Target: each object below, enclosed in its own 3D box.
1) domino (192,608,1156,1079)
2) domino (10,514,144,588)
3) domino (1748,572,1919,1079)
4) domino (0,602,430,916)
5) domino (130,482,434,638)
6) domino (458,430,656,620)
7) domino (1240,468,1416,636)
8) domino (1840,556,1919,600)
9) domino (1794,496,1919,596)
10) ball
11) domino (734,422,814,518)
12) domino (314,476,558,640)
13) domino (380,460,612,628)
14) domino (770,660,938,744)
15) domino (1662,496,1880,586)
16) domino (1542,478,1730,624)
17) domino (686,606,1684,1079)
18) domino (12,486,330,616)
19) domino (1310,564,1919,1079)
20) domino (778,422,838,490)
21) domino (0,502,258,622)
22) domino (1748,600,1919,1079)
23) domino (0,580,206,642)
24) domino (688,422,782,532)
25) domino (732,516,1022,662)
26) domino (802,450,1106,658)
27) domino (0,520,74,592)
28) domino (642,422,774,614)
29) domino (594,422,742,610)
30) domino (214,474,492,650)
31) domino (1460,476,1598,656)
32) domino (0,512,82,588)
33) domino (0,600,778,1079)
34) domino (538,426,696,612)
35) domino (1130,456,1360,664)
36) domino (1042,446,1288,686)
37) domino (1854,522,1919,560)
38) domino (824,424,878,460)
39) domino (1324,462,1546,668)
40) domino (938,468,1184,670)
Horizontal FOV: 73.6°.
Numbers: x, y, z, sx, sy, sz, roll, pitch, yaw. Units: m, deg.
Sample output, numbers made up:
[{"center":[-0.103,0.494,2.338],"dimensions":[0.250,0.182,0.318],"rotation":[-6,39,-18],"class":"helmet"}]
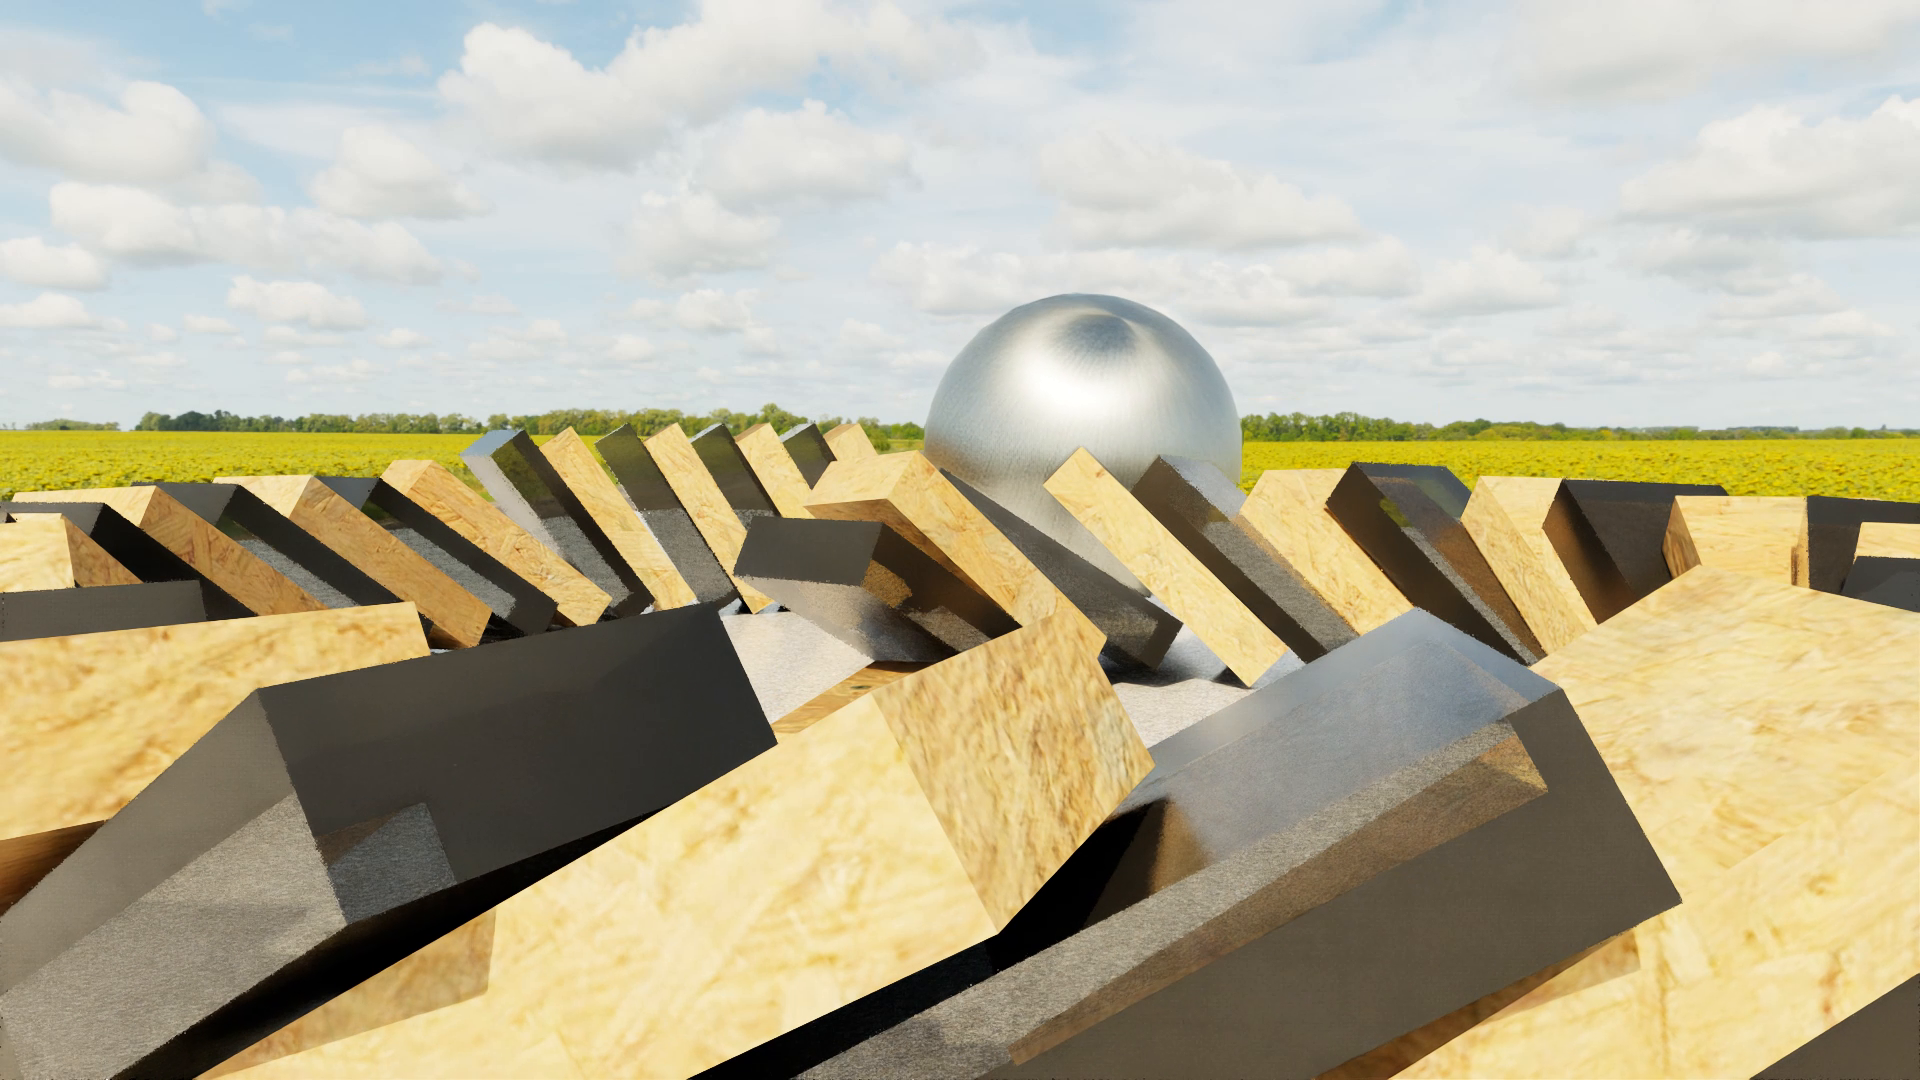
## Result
[{"center":[-0.016,0.021,0.065],"dimensions":[0.050,0.010,0.025],"rotation":[-31,-7,20],"class":"domino"},{"center":[-0.122,0.012,0.174],"dimensions":[0.025,0.010,0.050],"rotation":[0,-27,-4],"class":"domino"},{"center":[0.047,0.020,0.073],"dimensions":[0.050,0.010,0.025],"rotation":[-31,9,-5],"class":"domino"},{"center":[-0.055,0.020,0.080],"dimensions":[0.050,0.010,0.025],"rotation":[-34,-18,35],"class":"domino"},{"center":[-0.123,0.007,0.232],"dimensions":[0.025,0.010,0.050],"rotation":[2,-30,22],"class":"domino"},{"center":[-0.094,-0.003,0.301],"dimensions":[0.010,0.050,0.025],"rotation":[-44,27,-25],"class":"domino"},{"center":[0.075,0.007,0.226],"dimensions":[0.025,0.009,0.050],"rotation":[-3,43,-38],"class":"domino"},{"center":[0.081,0.019,0.102],"dimensions":[0.025,0.010,0.050],"rotation":[4,34,45],"class":"domino"},{"center":[0.107,0.014,0.140],"dimensions":[0.025,0.009,0.050],"rotation":[7,39,28],"class":"domino"},{"center":[0.031,-0.022,0.324],"dimensions":[0.080,0.080,0.080],"rotation":[0,4,0],"class":"ball"},{"center":[-0.042,-0.006,0.333],"dimensions":[0.009,0.050,0.025],"rotation":[-33,13,-12],"class":"domino"},{"center":[-0.110,0.005,0.265],"dimensions":[0.025,0.010,0.050],"rotation":[3,-29,33],"class":"domino"},{"center":[-0.104,0.002,0.285],"dimensions":[0.025,0.009,0.050],"rotation":[4,-33,49],"class":"domino"},{"center":[-0.006,0.025,0.170],"dimensions":[0.025,0.009,0.050],"rotation":[1,4,12],"class":"domino"},{"center":[0.107,0.013,0.159],"dimensions":[0.025,0.010,0.050],"rotation":[1,37,14],"class":"domino"},{"center":[0.105,0.010,0.181],"dimensions":[0.025,0.009,0.050],"rotation":[2,39,-2],"class":"domino"},{"center":[0.006,0.021,0.065],"dimensions":[0.050,0.009,0.025],"rotation":[-30,0,9],"class":"domino"},{"center":[-0.126,0.009,0.211],"dimensions":[0.025,0.010,0.050],"rotation":[-2,-29,12],"class":"domino"},{"center":[0.029,0.020,0.069],"dimensions":[0.050,0.010,0.025],"rotation":[-31,10,-2],"class":"domino"},{"center":[-0.031,-0.006,0.335],"dimensions":[0.009,0.050,0.025],"rotation":[-33,12,-12],"class":"domino"},{"center":[-0.126,0.011,0.194],"dimensions":[0.025,0.010,0.050],"rotation":[0,-28,6],"class":"domino"},{"center":[0.066,0.019,0.083],"dimensions":[0.050,0.009,0.025],"rotation":[-34,16,-15],"class":"domino"},{"center":[-0.073,0.019,0.092],"dimensions":[0.025,0.010,0.050],"rotation":[-4,-25,-43],"class":"domino"},{"center":[-0.053,-0.006,0.331],"dimensions":[0.010,0.050,0.025],"rotation":[-33,13,-12],"class":"domino"},{"center":[-0.009,0.012,0.198],"dimensions":[0.025,0.009,0.050],"rotation":[3,-23,37],"class":"domino"},{"center":[0.000,0.006,0.216],"dimensions":[0.050,0.010,0.025],"rotation":[44,-26,-28],"class":"domino"},{"center":[-0.086,0.016,0.103],"dimensions":[0.025,0.010,0.050],"rotation":[-7,-26,-38],"class":"domino"},{"center":[-0.064,-0.006,0.328],"dimensions":[0.010,0.050,0.025],"rotation":[-33,12,-12],"class":"domino"},{"center":[-0.074,-0.005,0.323],"dimensions":[0.009,0.050,0.025],"rotation":[-34,13,-12],"class":"domino"},{"center":[-0.117,0.005,0.247],"dimensions":[0.025,0.009,0.050],"rotation":[0,-31,24],"class":"domino"},{"center":[0.101,0.009,0.198],"dimensions":[0.025,0.010,0.050],"rotation":[1,39,-8],"class":"domino"},{"center":[-0.117,0.013,0.153],"dimensions":[0.025,0.010,0.050],"rotation":[-3,-27,-12],"class":"domino"},{"center":[-0.036,0.020,0.070],"dimensions":[0.050,0.010,0.025],"rotation":[-33,-12,30],"class":"domino"},{"center":[-0.085,-0.004,0.316],"dimensions":[0.010,0.050,0.025],"rotation":[-37,14,-13],"class":"domino"},{"center":[0.056,0.005,0.236],"dimensions":[0.050,0.010,0.025],"rotation":[46,23,24],"class":"domino"},{"center":[0.036,0.004,0.234],"dimensions":[0.050,0.010,0.025],"rotation":[44,5,1],"class":"domino"},{"center":[0.097,0.017,0.120],"dimensions":[0.025,0.010,0.050],"rotation":[4,37,40],"class":"domino"},{"center":[-0.020,-0.007,0.338],"dimensions":[0.010,0.050,0.025],"rotation":[-33,12,-12],"class":"domino"},{"center":[0.086,0.007,0.215],"dimensions":[0.025,0.010,0.050],"rotation":[0,42,-32],"class":"domino"},{"center":[0.014,0.006,0.233],"dimensions":[0.050,0.009,0.025],"rotation":[33,-7,-4],"class":"domino"}]
